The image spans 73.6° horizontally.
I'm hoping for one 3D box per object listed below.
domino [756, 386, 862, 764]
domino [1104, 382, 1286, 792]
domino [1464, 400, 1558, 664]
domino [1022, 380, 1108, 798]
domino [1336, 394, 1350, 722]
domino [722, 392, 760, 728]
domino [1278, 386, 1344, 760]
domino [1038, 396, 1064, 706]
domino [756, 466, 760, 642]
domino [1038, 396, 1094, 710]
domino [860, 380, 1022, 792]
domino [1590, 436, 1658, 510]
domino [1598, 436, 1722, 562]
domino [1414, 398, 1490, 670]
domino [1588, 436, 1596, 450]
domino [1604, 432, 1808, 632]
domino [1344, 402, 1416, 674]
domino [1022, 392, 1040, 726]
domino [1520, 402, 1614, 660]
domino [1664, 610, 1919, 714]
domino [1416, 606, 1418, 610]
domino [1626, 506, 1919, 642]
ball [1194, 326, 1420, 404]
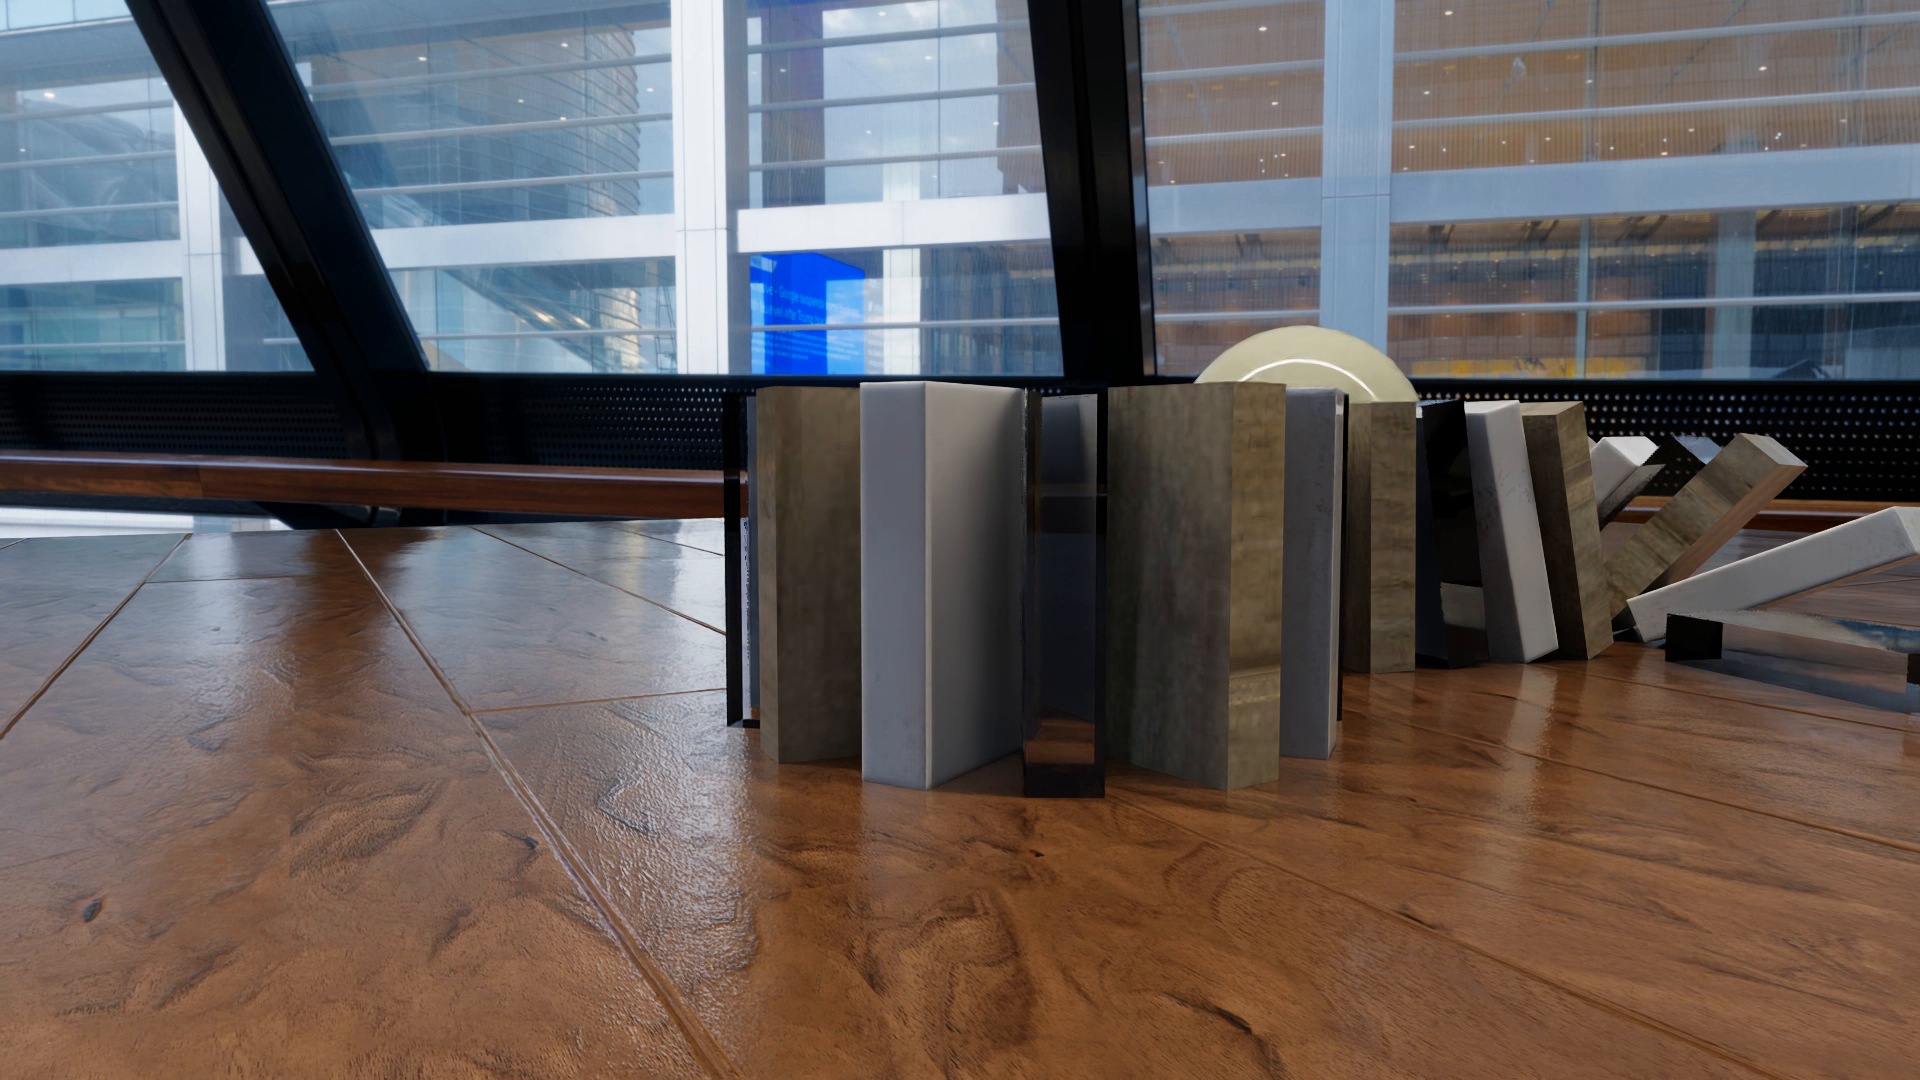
[{"bbox_3d":[-0.015,0.004,0.178,0.025,0.050,0.009,-2,5,-23],"label":"domino"},{"bbox_3d":[0.029,0.005,0.168,0.009,0.050,0.025,-3,5,-36],"label":"domino"},{"bbox_3d":[0.102,-0.002,0.257,0.009,0.050,0.025,-18,11,-23],"label":"domino"},{"bbox_3d":[0.013,0.005,0.165,0.009,0.050,0.025,0,4,2],"label":"domino"},{"bbox_3d":[0.045,0.003,0.196,0.025,0.050,0.009,-2,5,-20],"label":"domino"},{"bbox_3d":[-0.022,0.003,0.193,0.025,0.050,0.009,1,4,15],"label":"domino"},{"bbox_3d":[0.040,0.004,0.180,0.025,0.050,0.009,2,5,23],"label":"domino"},{"bbox_3d":[0.007,0.001,0.217,0.009,0.050,0.025,-2,5,-27],"label":"domino"},{"bbox_3d":[-0.020,0.002,0.212,0.025,0.050,0.010,1,4,11],"label":"domino"},{"bbox_3d":[0.020,0.001,0.216,0.009,0.050,0.025,-2,5,-26],"label":"domino"},{"bbox_3d":[-0.002,0.005,0.168,0.009,0.050,0.025,3,5,31],"label":"domino"},{"bbox_3d":[0.140,-0.002,0.297,0.025,0.050,0.009,-5,47,-43],"label":"domino"},{"bbox_3d":[0.149,-0.001,0.288,0.025,0.050,0.009,-3,46,-44],"label":"domino"},{"bbox_3d":[0.089,-0.002,0.252,0.009,0.050,0.025,-11,7,-17],"label":"domino"},{"bbox_3d":[0.131,-0.003,0.306,0.025,0.050,0.009,-5,47,-43],"label":"domino"},{"bbox_3d":[0.157,-0.001,0.278,0.025,0.050,0.009,-2,45,-45],"label":"domino"},{"bbox_3d":[0.076,-0.001,0.249,0.009,0.050,0.025,-3,5,-16],"label":"domino"},{"bbox_3d":[-0.001,0.003,0.198,0.025,0.050,0.010,1,4,9],"label":"domino"},{"bbox_3d":[0.114,-0.002,0.259,0.009,0.050,0.025,-22,16,-31],"label":"domino"},{"bbox_3d":[0.156,0.021,0.230,0.025,0.009,0.050,-1,4,-13],"label":"domino"},{"bbox_3d":[0.122,-0.003,0.315,0.025,0.050,0.009,-5,47,-43],"label":"domino"},{"bbox_3d":[0.167,0.007,0.261,0.025,0.009,0.050,-1,-22,-44],"label":"domino"},{"bbox_3d":[0.108,-0.028,0.412,0.080,0.080,0.080,0,4,0],"label":"ball"}]
